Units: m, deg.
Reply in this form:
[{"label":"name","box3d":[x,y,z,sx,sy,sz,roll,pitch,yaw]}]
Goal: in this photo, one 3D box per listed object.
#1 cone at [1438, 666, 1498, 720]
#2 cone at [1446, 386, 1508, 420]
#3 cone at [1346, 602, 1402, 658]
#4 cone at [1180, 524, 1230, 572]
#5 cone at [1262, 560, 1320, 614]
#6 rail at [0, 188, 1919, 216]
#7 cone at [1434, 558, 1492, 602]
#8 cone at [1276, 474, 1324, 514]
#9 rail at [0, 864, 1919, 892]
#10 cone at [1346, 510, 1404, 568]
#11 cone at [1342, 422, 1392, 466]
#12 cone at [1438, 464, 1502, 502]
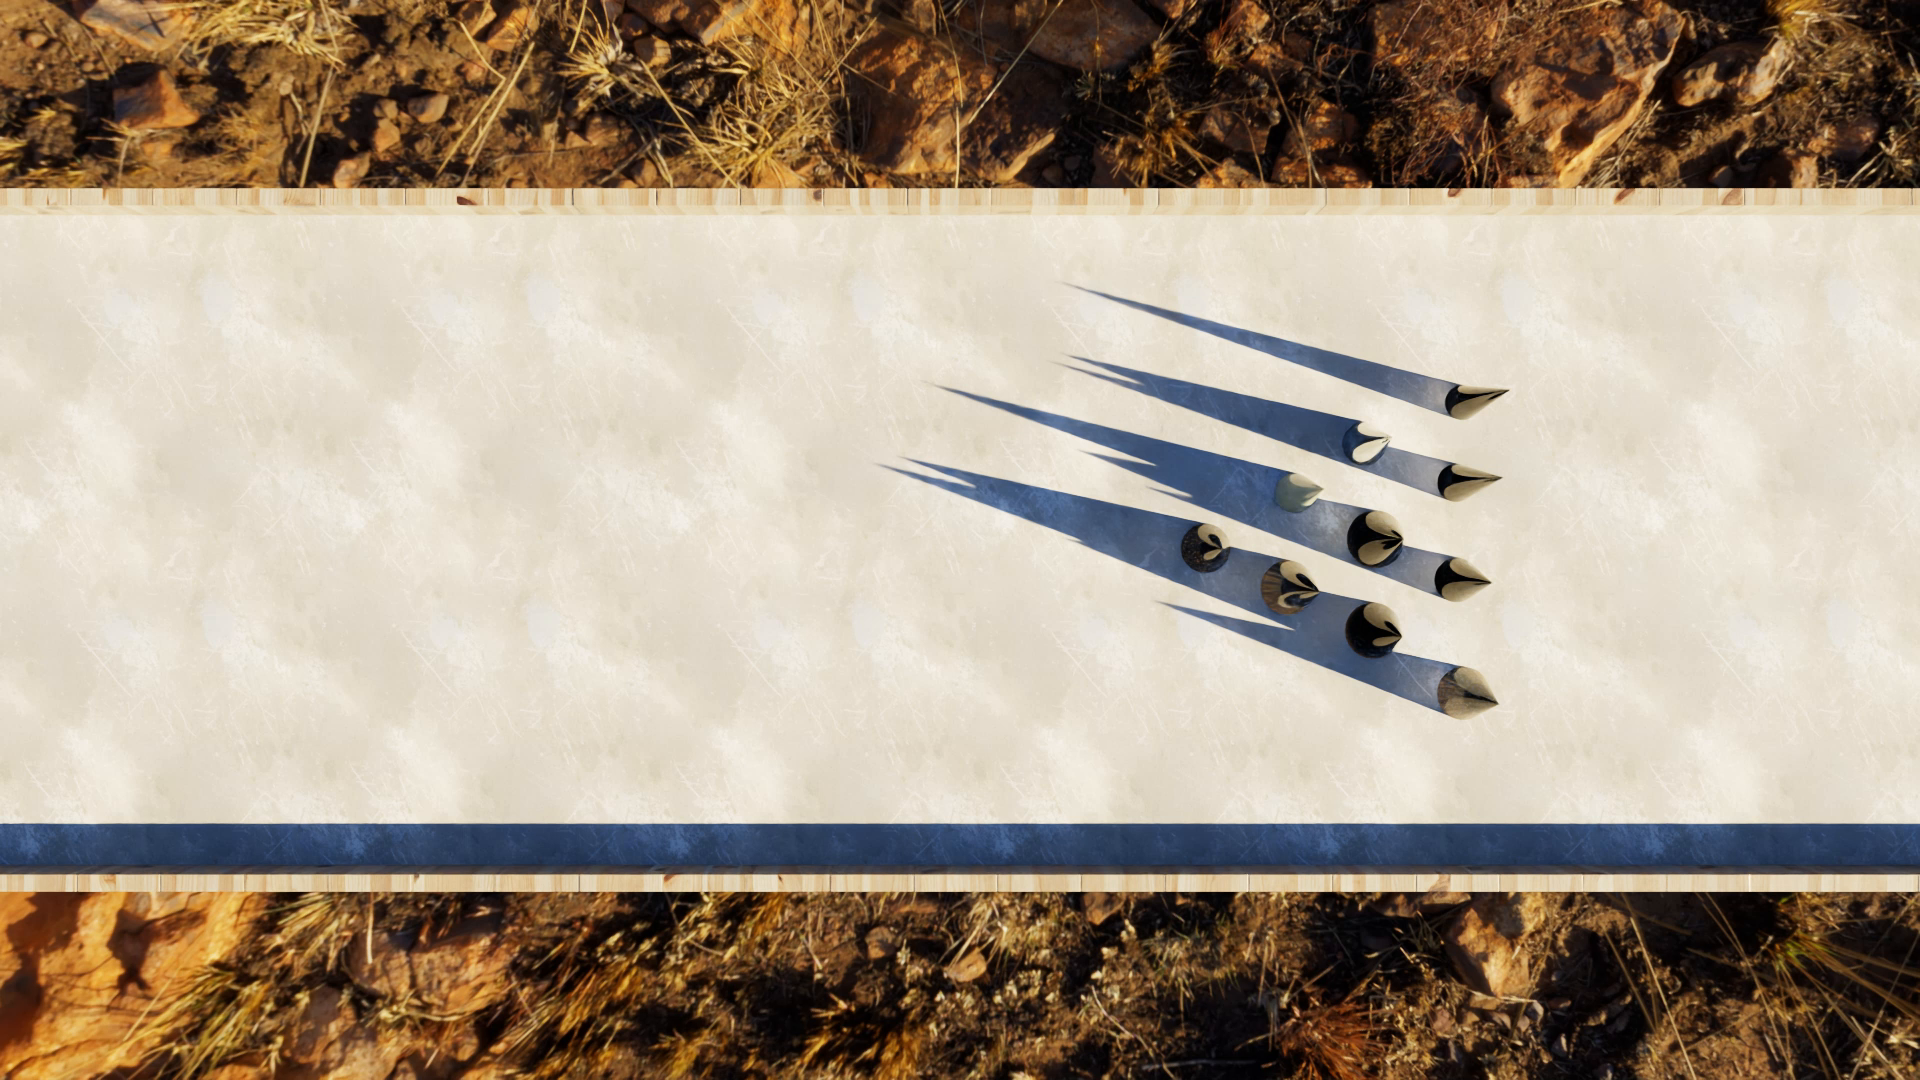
[{"label":"cone","box3d":[1.550,0.472,4.908,0.164,0.337,0.164,0,90,0]},{"label":"cone","box3d":[1.546,-0.422,4.853,0.108,0.447,0.108,0,90,0]},{"label":"cone","box3d":[1.272,0.279,4.908,0.173,0.337,0.173,0,90,0]},{"label":"cone","box3d":[0.756,0.025,4.910,0.152,0.334,0.152,0,90,0]},{"label":"cone","box3d":[1.010,0.147,4.850,0.168,0.454,0.168,0,90,0]},{"label":"rail","box3d":[-2.247,-1.025,5.002,12.000,0.150,0.050,0,90,0]},{"label":"cone","box3d":[1.530,0.123,4.907,0.138,0.339,0.138,0,90,0]},{"label":"cone","box3d":[1.031,-0.144,4.872,0.123,0.409,0.123,0,90,0]},{"label":"rail","box3d":[-2.247,1.025,5.001,12.000,0.150,0.050,0,90,0]},{"label":"cone","box3d":[1.279,-0.003,4.915,0.177,0.323,0.177,0,90,0]},{"label":"cone","box3d":[1.244,-0.296,4.911,0.134,0.332,0.134,0,90,0]},{"label":"cone","box3d":[1.528,-0.176,4.855,0.117,0.443,0.117,0,90,0]}]
